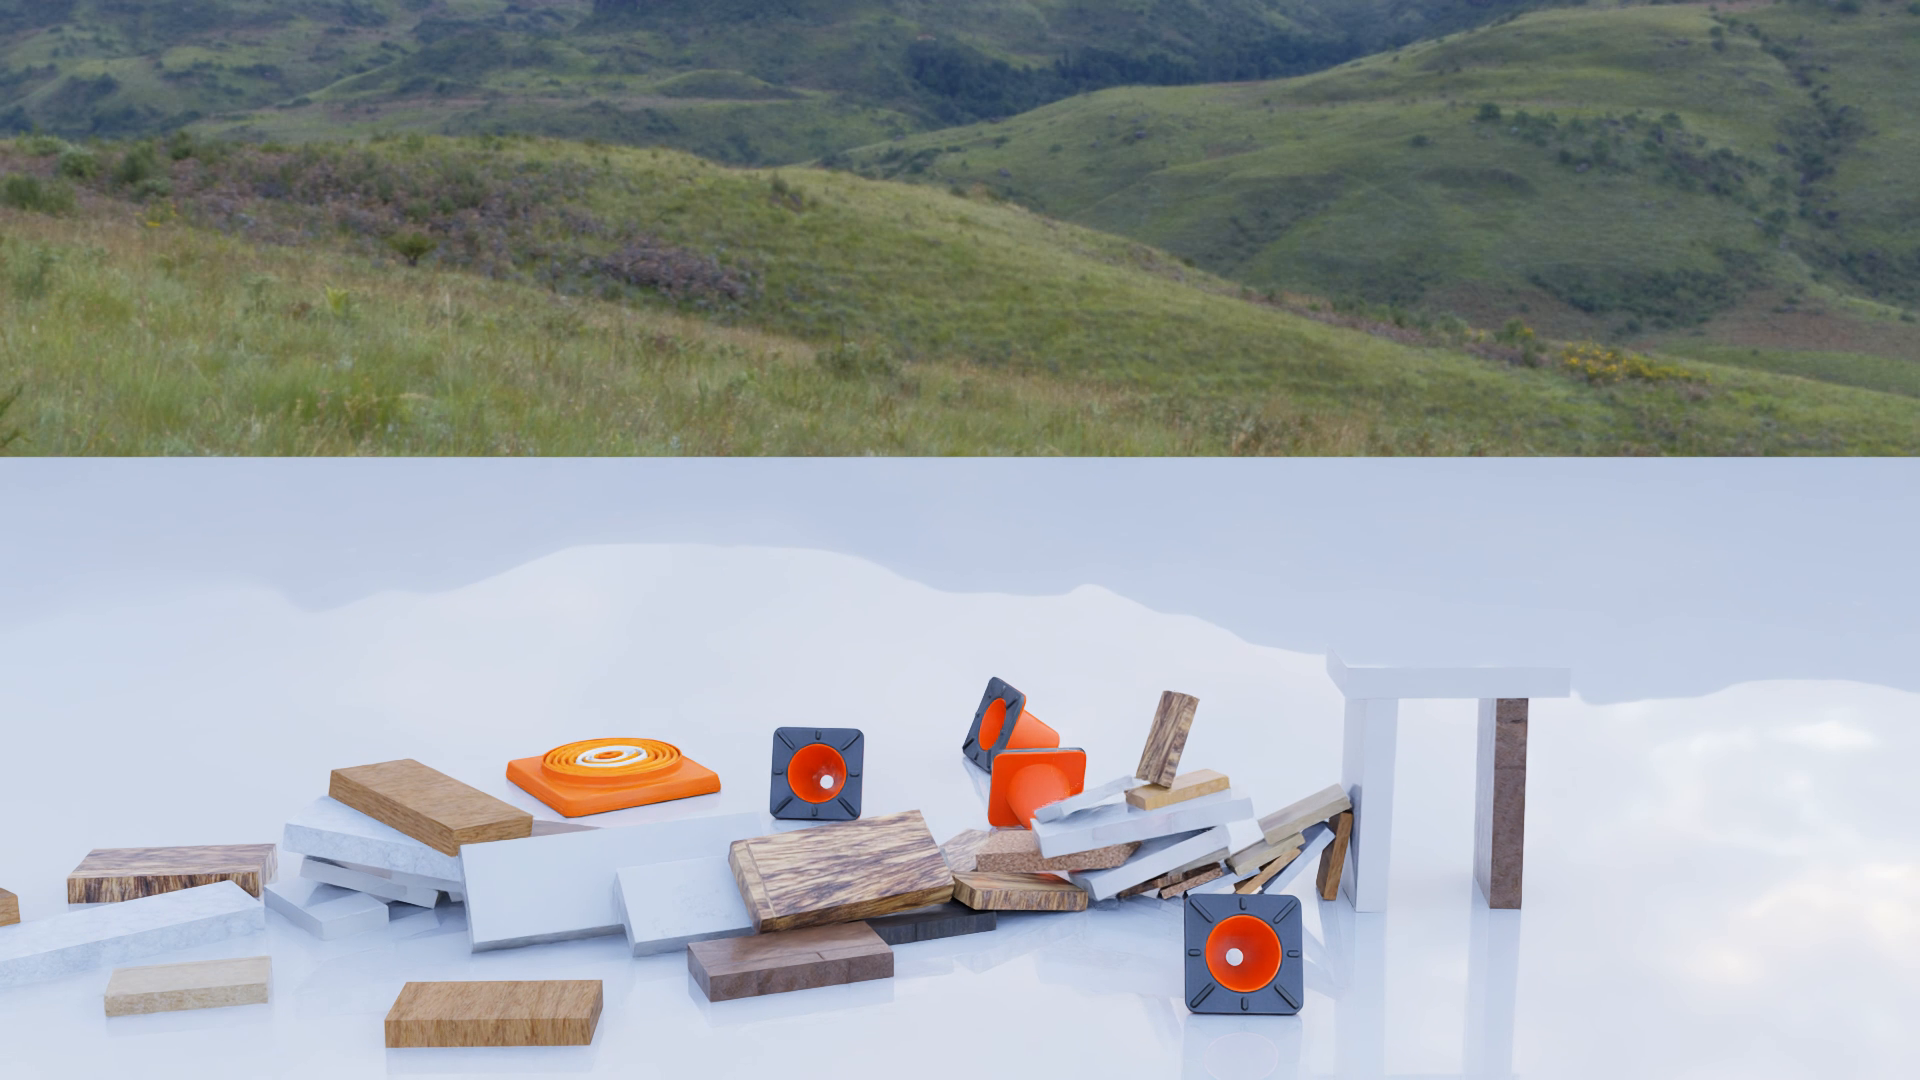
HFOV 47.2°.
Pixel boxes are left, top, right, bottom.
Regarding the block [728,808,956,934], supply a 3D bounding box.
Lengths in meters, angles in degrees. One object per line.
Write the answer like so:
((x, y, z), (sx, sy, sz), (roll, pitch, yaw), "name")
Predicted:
((-0.189, 0.528, 3.500), (0.323, 0.046, 0.162), (-7, 44, -23), "block")

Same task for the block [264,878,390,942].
((-1.029, 0.593, 3.568), (0.112, 0.032, 0.223), (-9, 14, -40), "block")

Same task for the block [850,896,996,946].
((-0.062, 0.604, 3.507), (0.215, 0.030, 0.108), (-4, 11, -22), "block")

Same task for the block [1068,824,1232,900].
((0.314, 0.527, 3.649), (0.250, 0.035, 0.125), (-20, 4, -15), "block")

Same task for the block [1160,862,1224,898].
((0.383, 0.563, 3.662), (0.107, 0.015, 0.054), (-23, 9, 1), "block")

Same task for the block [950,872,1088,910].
((0.090, 0.571, 3.579), (0.215, 0.030, 0.108), (6, 6, -31), "block")

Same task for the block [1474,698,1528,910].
((0.897, 0.410, 3.651), (0.051, 0.359, 0.180), (0, 10, 4), "block")

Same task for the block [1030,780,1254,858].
((0.300, 0.462, 3.645), (0.353, 0.035, 0.125), (-10, 8, -4), "block")

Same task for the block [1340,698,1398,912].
((0.672, 0.413, 3.636), (0.051, 0.359, 0.180), (1, 11, -1), "block")

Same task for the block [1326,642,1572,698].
((0.794, 0.212, 3.597), (0.359, 0.051, 0.180), (0, 11, -1), "block")

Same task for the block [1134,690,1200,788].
((0.347, 0.333, 3.689), (0.022, 0.157, 0.078), (23, -9, -28), "block")

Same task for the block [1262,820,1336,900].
((0.560, 0.528, 3.662), (0.021, 0.150, 0.075), (42, 7, -7), "block")

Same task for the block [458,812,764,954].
((-0.543, 0.542, 3.506), (0.483, 0.162, 0.046), (-4, -29, -21), "block")

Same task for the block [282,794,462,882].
((-0.912, 0.486, 3.577), (0.325, 0.046, 0.162), (10, 10, 3), "block")

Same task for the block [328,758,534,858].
((-0.873, 0.437, 3.621), (0.323, 0.046, 0.162), (17, 13, 37), "block")

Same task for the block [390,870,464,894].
((-0.763, 0.544, 3.655), (0.325, 0.046, 0.162), (8, 10, -4), "block")

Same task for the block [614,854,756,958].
((-0.374, 0.568, 3.474), (0.318, 0.040, 0.141), (-4, 47, -22), "block")

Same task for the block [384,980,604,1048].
((-0.658, 0.671, 3.121), (0.283, 0.040, 0.141), (0, 11, -2), "block")

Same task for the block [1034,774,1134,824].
((0.207, 0.432, 3.667), (0.157, 0.022, 0.078), (-17, -7, -36), "block")

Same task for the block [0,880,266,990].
((-1.420, 0.627, 3.350), (0.677, 0.043, 0.153), (-8, 13, -36), "block")

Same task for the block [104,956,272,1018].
((-1.131, 0.655, 3.233), (0.223, 0.032, 0.112), (-3, 11, -13), "block")

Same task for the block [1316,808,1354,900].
((0.623, 0.515, 3.658), (0.021, 0.150, 0.075), (10, 10, -2), "block")

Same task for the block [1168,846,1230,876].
((0.394, 0.527, 3.638), (0.107, 0.015, 0.054), (-19, 4, 7), "block")

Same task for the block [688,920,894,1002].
((-0.257, 0.634, 3.320), (0.283, 0.040, 0.141), (-4, 11, -20), "block")

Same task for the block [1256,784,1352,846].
((0.570, 0.455, 3.649), (0.150, 0.021, 0.075), (-26, 10, 4), "block")

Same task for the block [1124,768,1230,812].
((0.363, 0.417, 3.676), (0.157, 0.022, 0.078), (-12, 8, -20), "block")

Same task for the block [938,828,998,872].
((0.013, 0.550, 3.800), (0.108, 0.030, 0.215), (5, 12, 27), "block")

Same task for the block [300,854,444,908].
((-0.966, 0.550, 3.638), (0.223, 0.032, 0.112), (15, 9, -5), "block")

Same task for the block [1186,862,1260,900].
((0.435, 0.559, 3.660), (0.125, 0.018, 0.063), (-22, 10, 3), "block")

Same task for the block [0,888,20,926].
((-1.612, 0.580, 3.483), (0.153, 0.043, 0.306), (-8, 5, -37), "block")

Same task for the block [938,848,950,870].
((-0.106, 0.561, 3.602), (0.184, 0.026, 0.092), (-5, 49, -14), "block")

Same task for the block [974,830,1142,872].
((0.165, 0.517, 3.680), (0.250, 0.035, 0.125), (-7, 8, 23), "block")

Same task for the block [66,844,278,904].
((-1.324, 0.561, 3.707), (0.306, 0.043, 0.153), (-1, 11, -6), "block")

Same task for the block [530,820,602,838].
((-0.576, 0.527, 3.649), (0.325, 0.046, 0.162), (8, 10, -7), "block")

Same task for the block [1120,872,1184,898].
((0.317, 0.567, 3.665), (0.107, 0.015, 0.054), (-17, 10, 2), "block")

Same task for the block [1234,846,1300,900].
((0.509, 0.543, 3.661), (0.125, 0.018, 0.063), (-40, 8, 6), "block")

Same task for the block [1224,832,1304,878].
((0.503, 0.513, 3.633), (0.125, 0.018, 0.063), (-26, 10, -6), "block")
